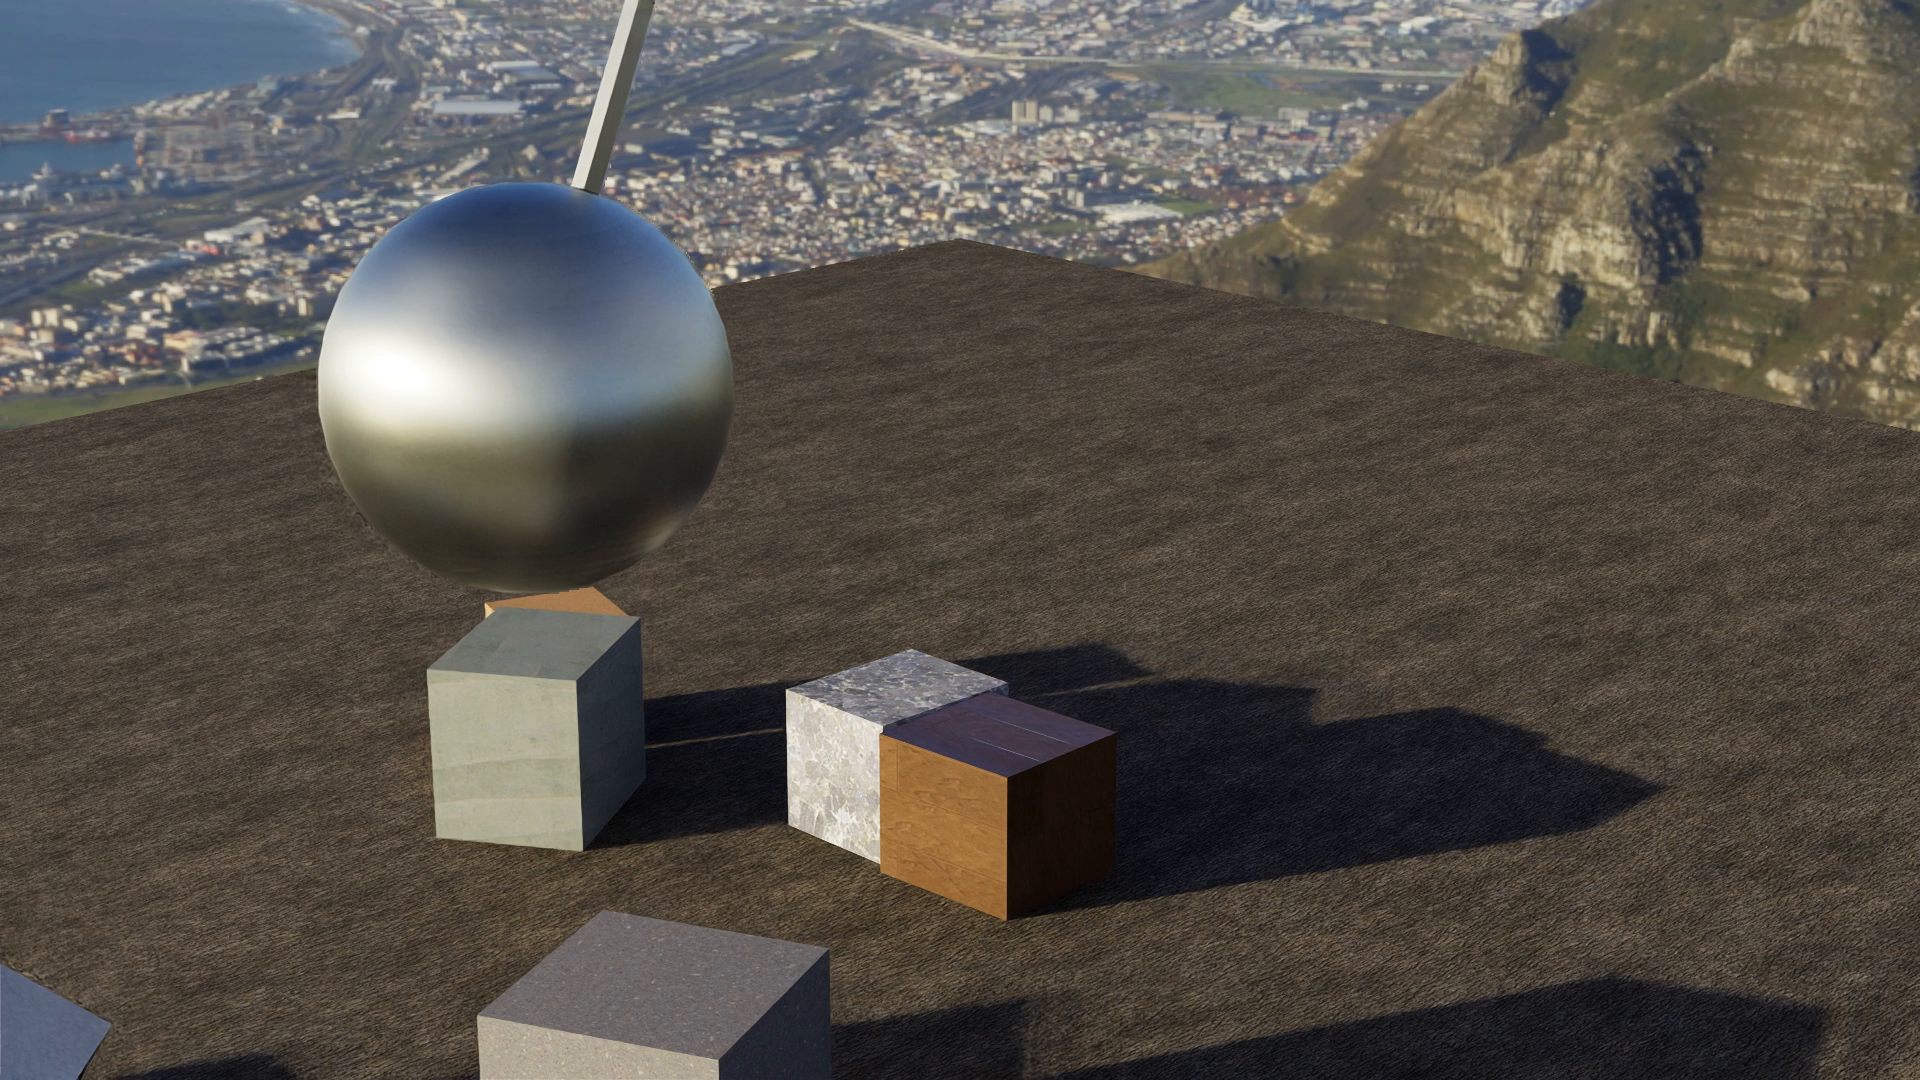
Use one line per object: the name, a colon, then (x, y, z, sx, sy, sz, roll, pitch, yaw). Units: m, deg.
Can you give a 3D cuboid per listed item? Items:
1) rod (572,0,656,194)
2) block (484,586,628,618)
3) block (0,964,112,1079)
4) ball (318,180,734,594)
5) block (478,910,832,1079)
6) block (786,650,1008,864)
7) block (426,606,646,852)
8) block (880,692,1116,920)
rod: (-0.728, -3.854, 11.367, 0.080, 5.200, 0.080, 17, 1, 42)
block: (-2.051, 0.680, 15.078, 0.588, 0.662, 0.593, -9, 19, -26)
block: (-3.563, 1.995, 10.411, 0.651, 0.716, 0.695, 31, 16, -8)
ball: (-1.680, -0.590, 11.395, 1.600, 1.600, 1.600, 0, 17, 0)
block: (-1.050, 2.002, 10.320, 0.903, 0.992, 0.910, 7, 19, 20)
block: (-0.295, 1.019, 13.952, 0.814, 0.690, 0.669, -16, 24, -42)
block: (-2.017, 0.892, 14.090, 0.730, 0.849, 0.927, 4, 18, 12)
block: (0.172, 1.199, 13.391, 0.780, 0.682, 0.744, 16, 23, 40)
